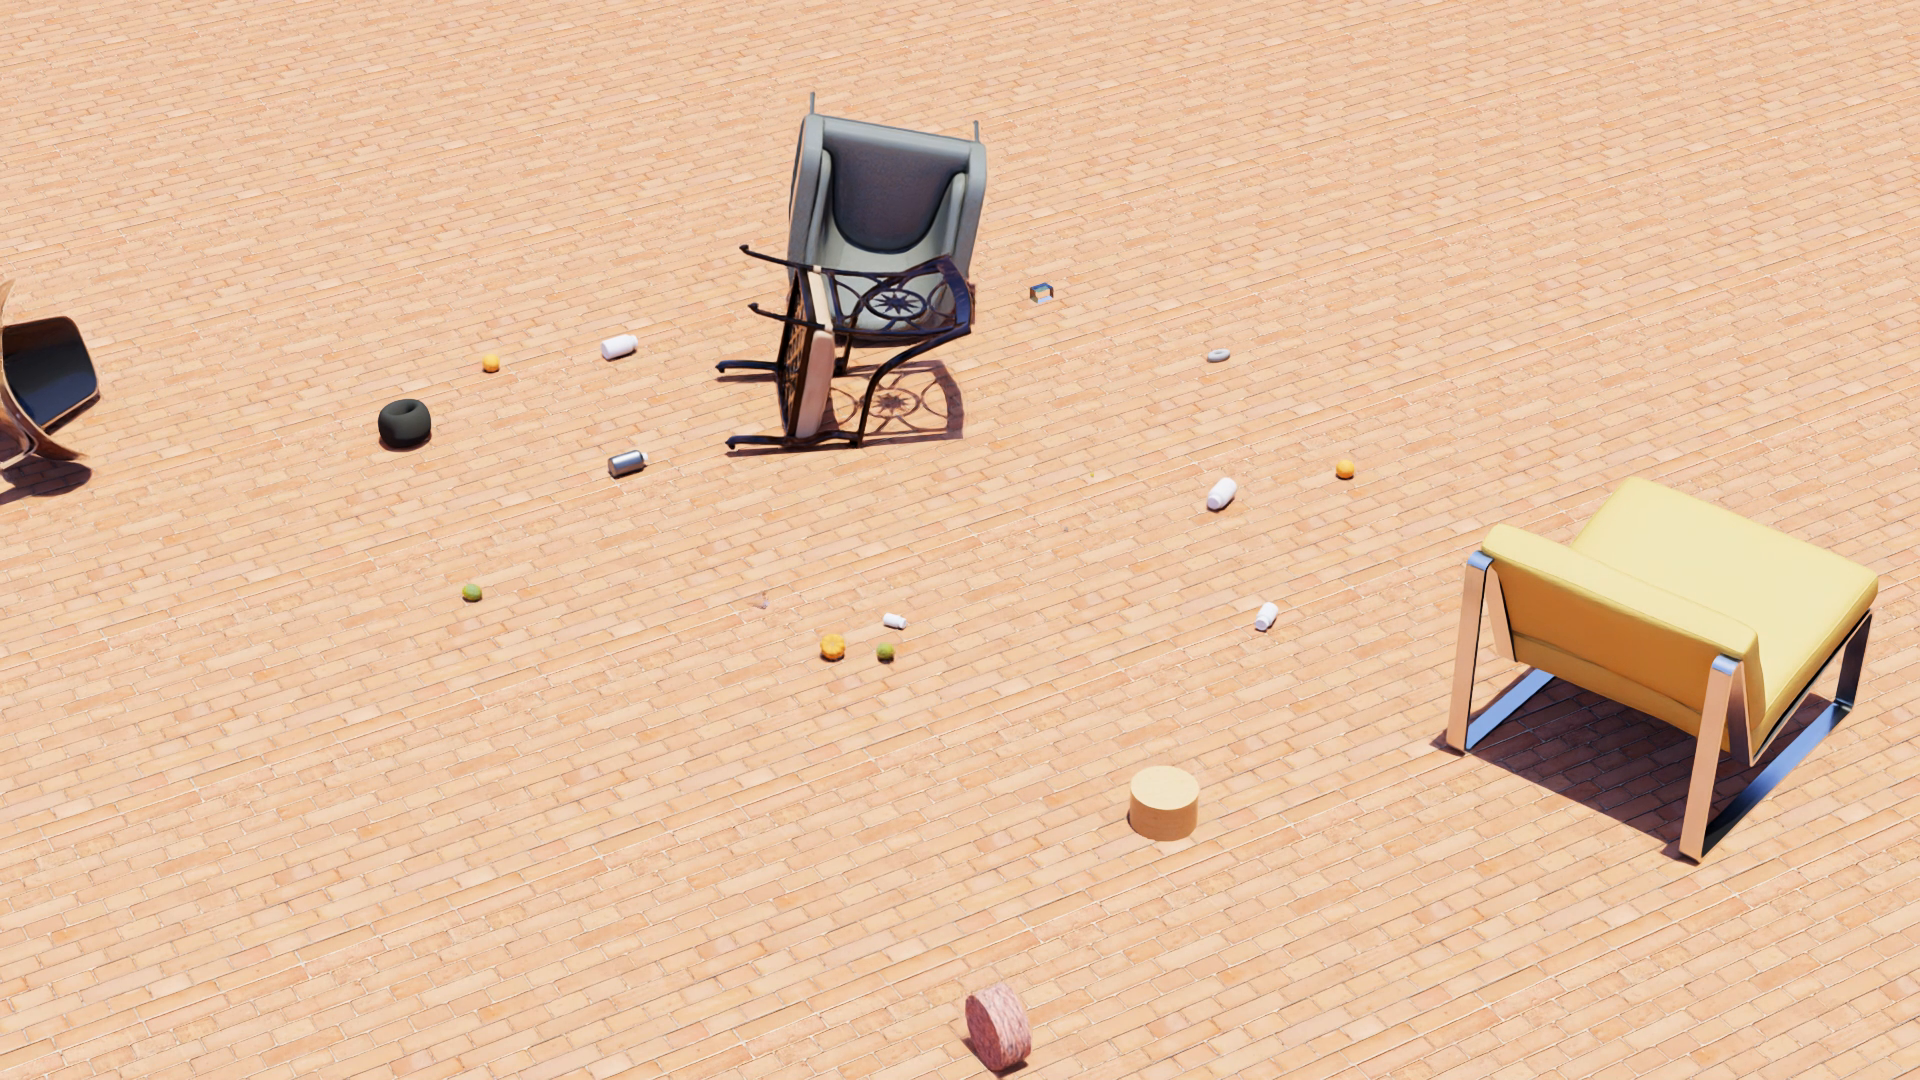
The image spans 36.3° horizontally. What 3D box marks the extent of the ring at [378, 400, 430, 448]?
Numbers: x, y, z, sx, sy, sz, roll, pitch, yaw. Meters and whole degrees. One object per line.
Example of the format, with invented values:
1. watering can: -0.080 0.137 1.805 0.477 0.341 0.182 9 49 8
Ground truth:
1. ring: -2.181 -0.459 11.516 0.204 0.138 0.225 1 29 13

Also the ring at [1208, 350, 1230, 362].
1. ring: 1.065 -0.759 12.067 0.107 0.034 0.057 -15 35 -23

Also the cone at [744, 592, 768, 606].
1. cone: -0.743 0.221 10.585 0.085 0.054 0.053 -10 44 18

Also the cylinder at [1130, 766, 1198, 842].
1. cylinder: 0.663 0.856 9.525 0.221 0.133 0.230 -8 34 -12

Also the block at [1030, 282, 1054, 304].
1. block: 0.348 -1.053 12.494 0.084 0.053 0.059 -22 39 -29

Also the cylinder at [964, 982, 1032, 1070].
1. cylinder: 0.111 1.423 8.582 0.105 0.235 0.184 -20 9 -27
